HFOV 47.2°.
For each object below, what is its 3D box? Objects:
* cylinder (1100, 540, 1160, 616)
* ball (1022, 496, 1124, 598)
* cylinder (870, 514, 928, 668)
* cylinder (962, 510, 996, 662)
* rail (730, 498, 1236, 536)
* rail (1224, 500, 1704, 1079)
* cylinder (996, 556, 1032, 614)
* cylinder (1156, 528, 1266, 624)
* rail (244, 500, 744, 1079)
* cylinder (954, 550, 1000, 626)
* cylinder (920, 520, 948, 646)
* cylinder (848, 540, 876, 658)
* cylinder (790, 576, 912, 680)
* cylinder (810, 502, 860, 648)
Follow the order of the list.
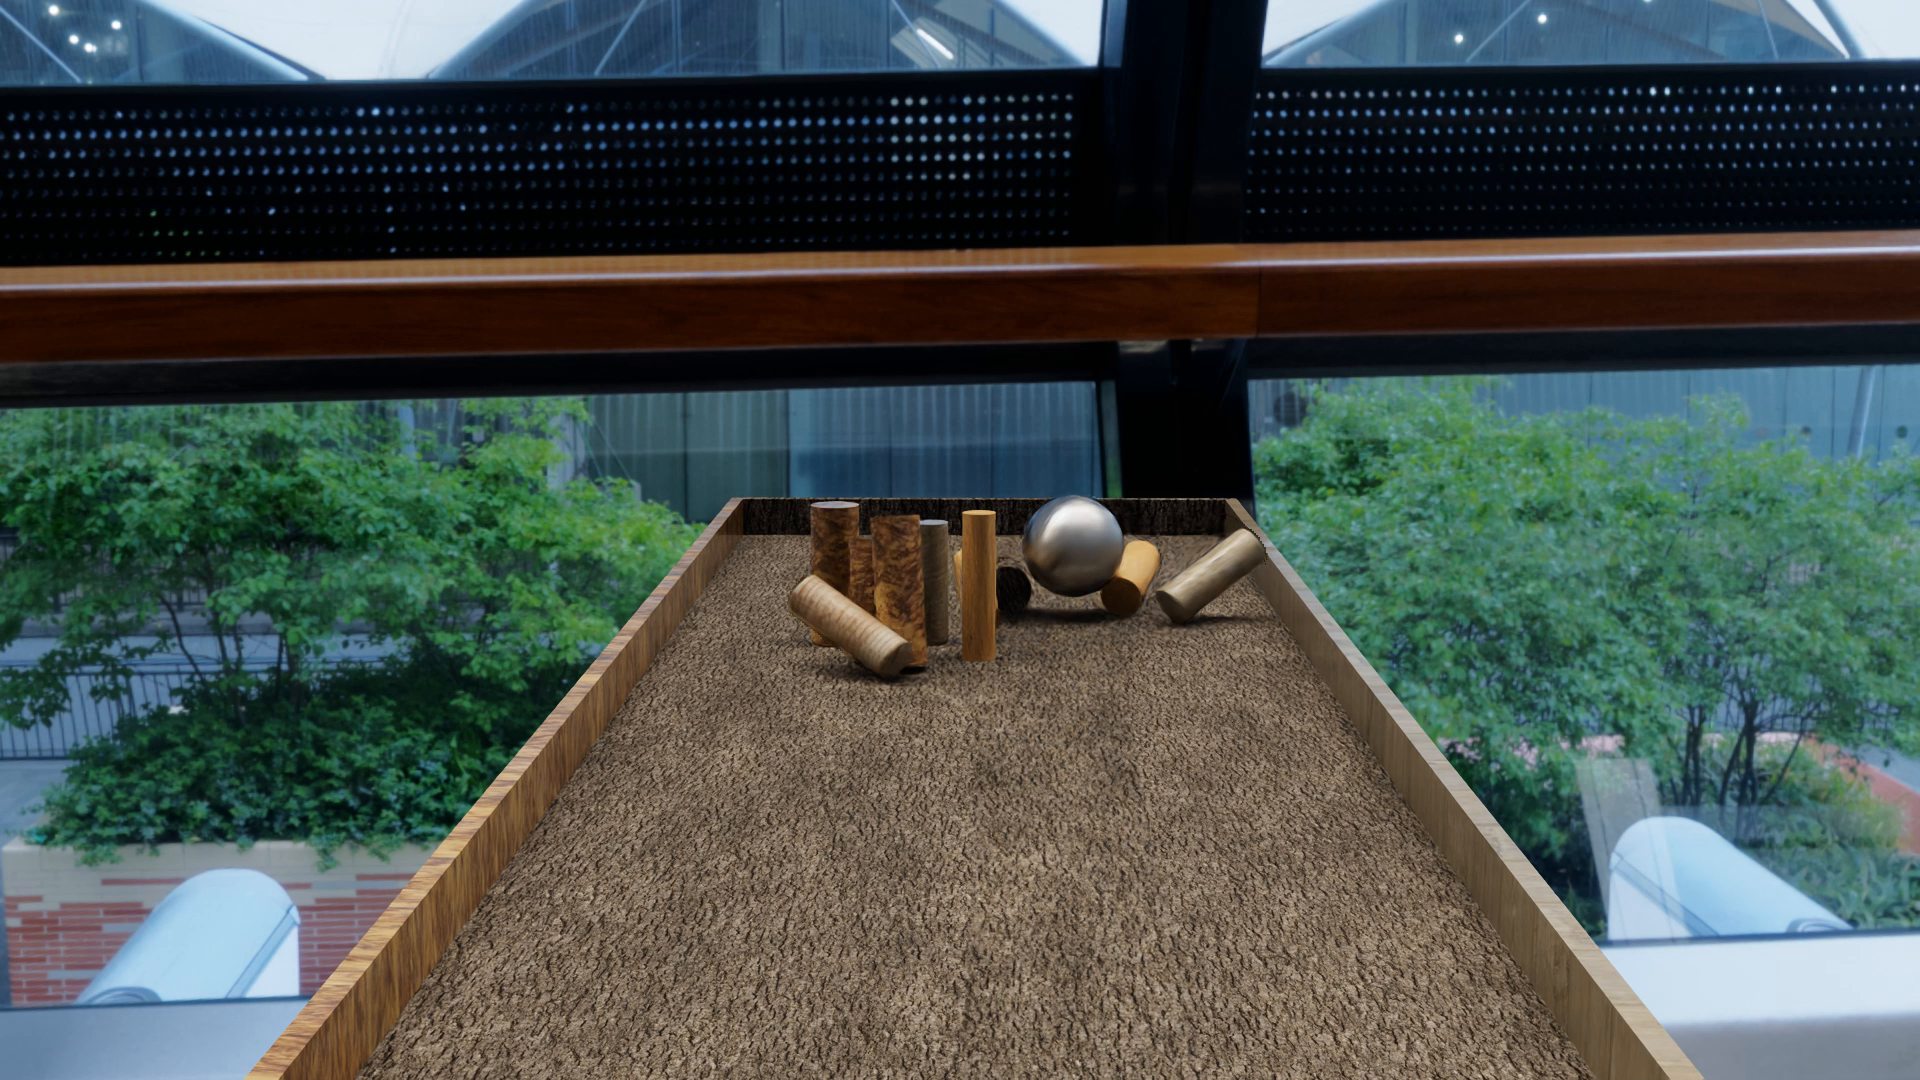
[{"bbox_3d":[0.587,0.128,7.540,0.137,0.137,0.383,2,20,14],"label":"cylinder"},{"bbox_3d":[0.377,0.021,7.323,0.339,0.339,0.339,0,9,0],"label":"ball"},{"bbox_3d":[-0.182,0.152,6.560,0.148,0.448,0.148,-3,1,0],"label":"cylinder"},{"bbox_3d":[0.058,0.139,6.692,0.102,0.450,0.102,0,9,0],"label":"cylinder"},{"bbox_3d":[0.099,-0.098,9.147,2.100,0.150,0.050,0,9,1],"label":"rail"},{"bbox_3d":[1.046,0.843,3.208,0.050,0.150,12.000,0,9,1],"label":"rail"},{"bbox_3d":[0.150,0.151,7.505,0.162,0.162,0.311,-1,7,-3],"label":"cylinder"},{"bbox_3d":[0.832,0.119,7.290,0.364,0.137,0.137,-36,23,-19],"label":"cylinder"},{"bbox_3d":[-1.004,0.839,3.234,0.050,0.150,12.000,0,9,1],"label":"rail"},{"bbox_3d":[0.053,0.161,7.214,0.123,0.123,0.344,-1,31,-5],"label":"cylinder"},{"bbox_3d":[-0.093,0.134,6.935,0.111,0.384,0.111,0,9,0],"label":"cylinder"},{"bbox_3d":[-0.256,0.176,6.691,0.154,0.357,0.154,-2,0,0],"label":"cylinder"},{"bbox_3d":[-0.324,0.257,6.489,0.378,0.130,0.130,34,25,26],"label":"cylinder"},{"bbox_3d":[-0.393,0.107,6.927,0.153,0.440,0.153,0,9,0],"label":"cylinder"}]
